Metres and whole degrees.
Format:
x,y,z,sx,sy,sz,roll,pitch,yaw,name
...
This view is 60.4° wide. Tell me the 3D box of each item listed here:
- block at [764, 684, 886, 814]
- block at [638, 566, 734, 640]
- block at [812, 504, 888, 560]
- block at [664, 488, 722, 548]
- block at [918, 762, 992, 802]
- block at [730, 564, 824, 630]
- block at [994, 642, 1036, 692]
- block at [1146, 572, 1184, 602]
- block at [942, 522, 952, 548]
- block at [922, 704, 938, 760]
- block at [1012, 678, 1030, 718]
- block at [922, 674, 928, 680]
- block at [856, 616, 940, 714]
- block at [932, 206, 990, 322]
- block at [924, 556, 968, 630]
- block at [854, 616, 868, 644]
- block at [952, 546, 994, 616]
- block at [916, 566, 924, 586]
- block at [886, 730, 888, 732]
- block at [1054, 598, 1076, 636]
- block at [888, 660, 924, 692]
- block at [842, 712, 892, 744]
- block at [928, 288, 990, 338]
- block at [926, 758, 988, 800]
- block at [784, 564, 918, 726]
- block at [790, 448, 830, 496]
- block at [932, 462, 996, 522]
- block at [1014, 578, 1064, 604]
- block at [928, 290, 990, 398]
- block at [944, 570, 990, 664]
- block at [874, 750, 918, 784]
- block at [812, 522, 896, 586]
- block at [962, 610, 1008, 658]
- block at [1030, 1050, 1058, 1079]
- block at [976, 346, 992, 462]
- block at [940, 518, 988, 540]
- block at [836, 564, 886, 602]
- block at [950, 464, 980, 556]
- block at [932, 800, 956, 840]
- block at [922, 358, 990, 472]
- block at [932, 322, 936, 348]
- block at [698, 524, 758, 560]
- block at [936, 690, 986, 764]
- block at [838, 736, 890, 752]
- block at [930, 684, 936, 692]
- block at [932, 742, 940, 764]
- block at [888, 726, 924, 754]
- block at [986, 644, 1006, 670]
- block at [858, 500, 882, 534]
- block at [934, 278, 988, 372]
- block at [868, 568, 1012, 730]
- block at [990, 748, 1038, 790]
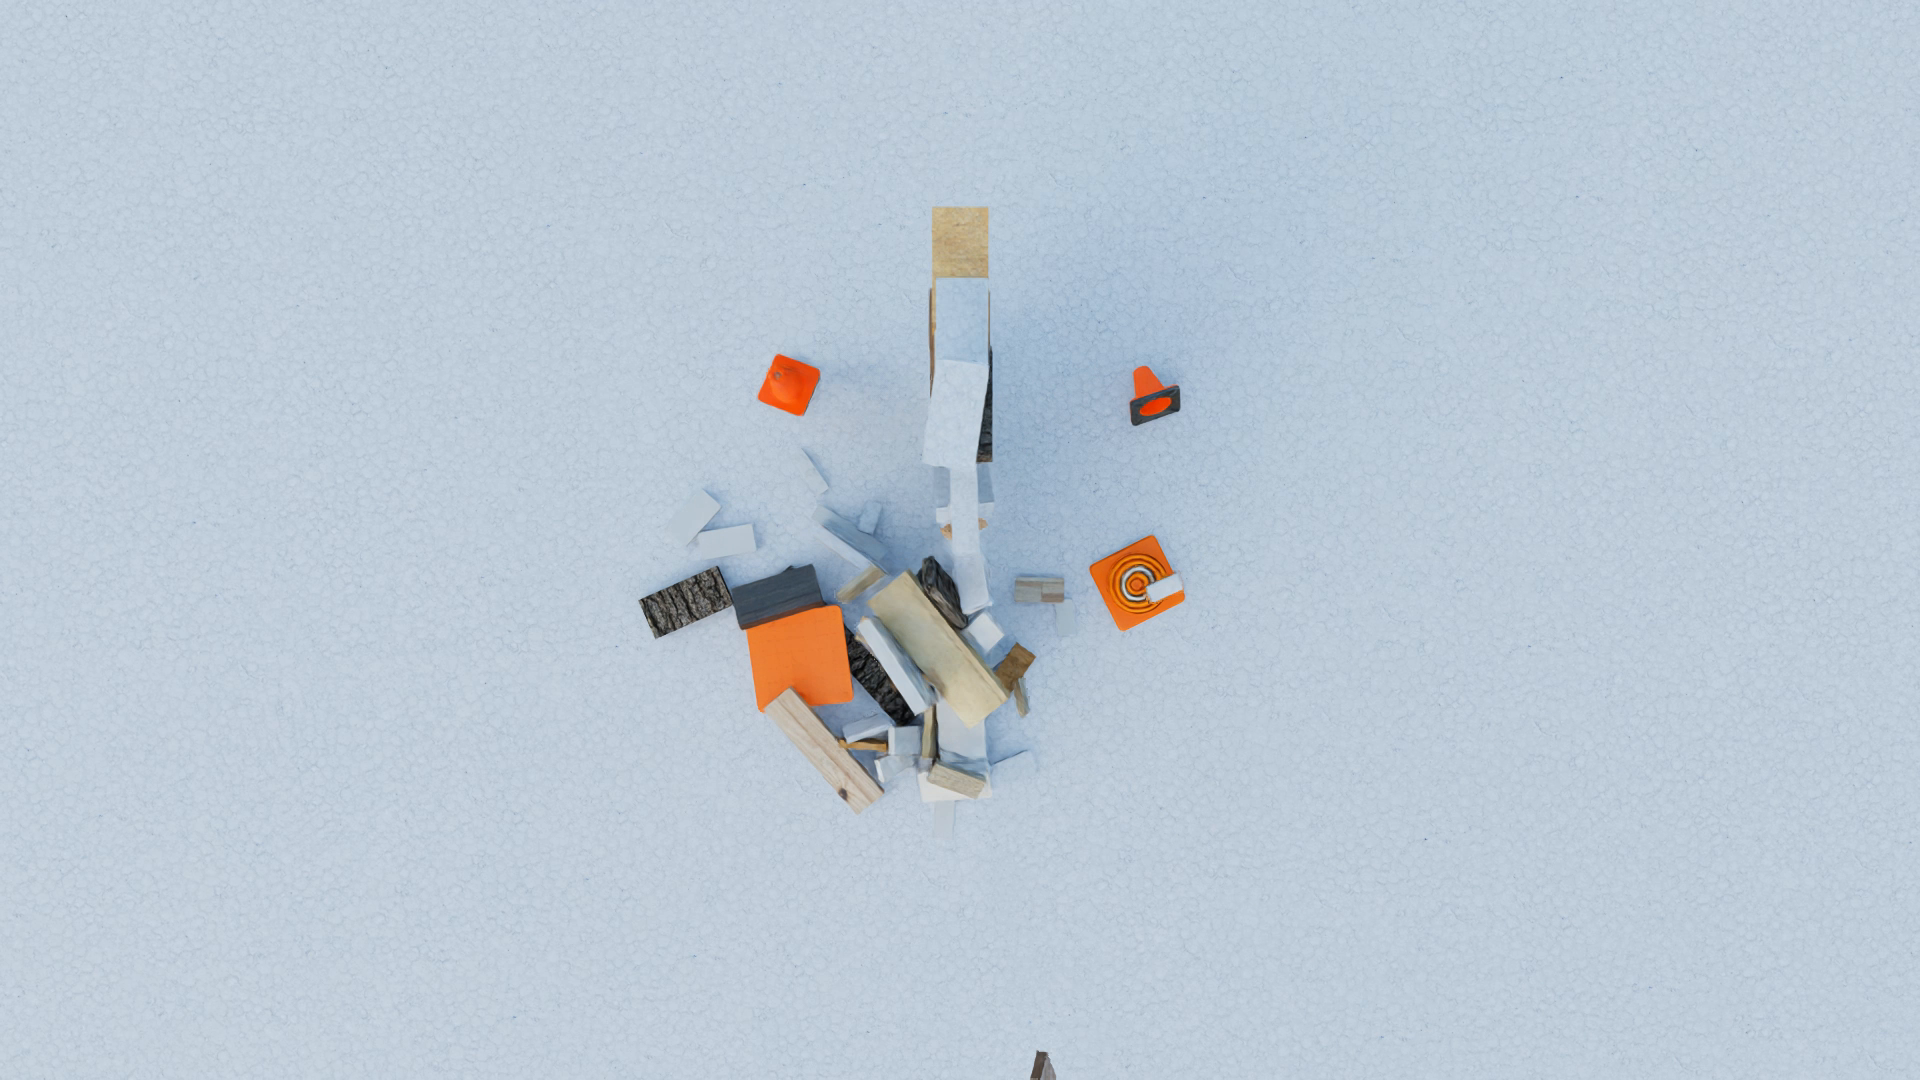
x,y,z,sx,sy,sz,roll,pitch,yaw,name
-0.448,0.695,5.450,0.117,0.033,0.473,-40,96,10,block
-0.908,0.207,5.480,0.283,0.040,0.141,-24,90,0,block
-0.367,-0.025,5.492,0.273,0.015,0.054,32,90,0,block
-0.886,-0.074,5.487,0.091,0.026,0.182,42,90,0,block
-0.016,0.799,5.447,0.234,0.033,0.117,-5,117,6,block
-0.601,0.188,5.423,0.283,0.040,0.141,-17,62,0,block
0.174,0.430,5.489,0.081,0.023,0.162,35,90,0,block
0.675,0.156,5.447,0.116,0.016,0.058,-24,96,-10,block
-0.004,-0.083,5.267,0.107,0.030,0.214,1,92,0,block
-0.096,0.629,5.428,0.025,0.089,0.177,2,80,14,block
0.201,0.519,5.425,0.016,0.058,0.116,-4,68,-21,block
-0.128,0.418,5.487,0.162,0.023,0.081,17,91,-1,block
-0.197,0.399,5.289,0.048,0.169,0.338,-35,84,11,block
0.001,-0.738,4.424,0.152,0.043,0.304,0,99,0,block
-0.045,0.171,5.262,0.034,0.121,0.241,-20,135,19,block
-0.257,0.315,5.407,0.162,0.023,0.081,21,101,14,block
0.041,0.127,5.227,0.101,0.029,0.203,-23,59,23,block
-0.129,0.136,5.493,0.049,0.014,0.098,36,90,0,block
-0.203,0.685,5.477,0.065,0.018,0.130,-7,103,0,block
0.351,0.256,5.492,0.058,0.016,0.116,-8,90,0,block
-0.158,0.430,5.416,0.163,0.081,0.023,-34,111,5,block
-0.305,0.615,5.412,0.156,0.078,0.022,-18,117,-8,block
-0.005,-0.615,5.014,0.175,0.495,0.050,2,69,1,block
-0.011,0.783,5.397,0.177,0.025,0.089,21,126,-8,block
-0.378,0.357,5.487,0.091,0.026,0.654,-42,90,0,block
-0.500,-0.225,5.493,0.049,0.014,0.161,-35,90,0,block
0.009,-0.156,4.862,0.169,0.338,0.048,-6,118,0,block
0.264,0.167,5.479,0.162,0.023,0.081,1,80,2,block
-0.001,-0.563,4.831,0.176,0.050,0.351,1,128,1,block
0.022,0.251,5.410,0.153,0.043,0.307,1,89,-2,block
-0.207,0.724,5.418,0.163,0.023,0.081,-29,114,-40,block
-0.343,0.055,5.420,0.315,0.141,0.040,36,91,-3,block
0.045,0.330,5.331,0.101,0.029,0.203,47,112,3,block
0.268,1.707,5.122,0.033,0.117,0.234,-2,129,20,block
0.019,-0.374,4.489,0.138,0.039,0.428,-1,47,2,block
0.010,-0.039,5.094,0.101,0.308,0.029,-31,98,-6,block
-0.317,0.138,5.272,0.156,0.078,0.022,-38,68,8,block
0.011,-0.164,4.680,0.078,0.022,0.416,-2,99,-1,block
-0.053,0.928,5.491,0.065,0.018,0.130,5,90,0,block
-0.011,-0.326,4.297,0.138,0.039,0.276,8,94,0,block
0.001,-0.607,4.617,0.152,0.304,0.043,0,77,0,block
-0.773,0.006,5.487,0.182,0.026,0.091,-10,90,0,block
0.002,0.580,5.422,0.153,0.043,0.307,-3,104,0,block
-0.310,0.669,5.414,0.163,0.081,0.023,3,94,13,block
-0.117,0.521,5.460,0.014,0.049,0.098,40,71,10,block
-0.059,0.732,5.491,0.065,0.018,0.130,-8,90,0,block
-0.163,0.657,5.419,0.025,0.177,0.089,-5,84,41,block
0.066,0.352,5.487,0.081,0.023,0.162,-43,90,2,block
-0.299,-0.075,5.484,0.054,0.015,0.107,19,82,-2,block
0.004,-0.557,4.375,0.138,0.039,0.276,1,84,0,block
-0.067,0.352,5.322,0.169,0.048,0.527,-39,88,16,block
0.172,0.764,5.489,0.162,0.023,0.081,-23,90,0,block
